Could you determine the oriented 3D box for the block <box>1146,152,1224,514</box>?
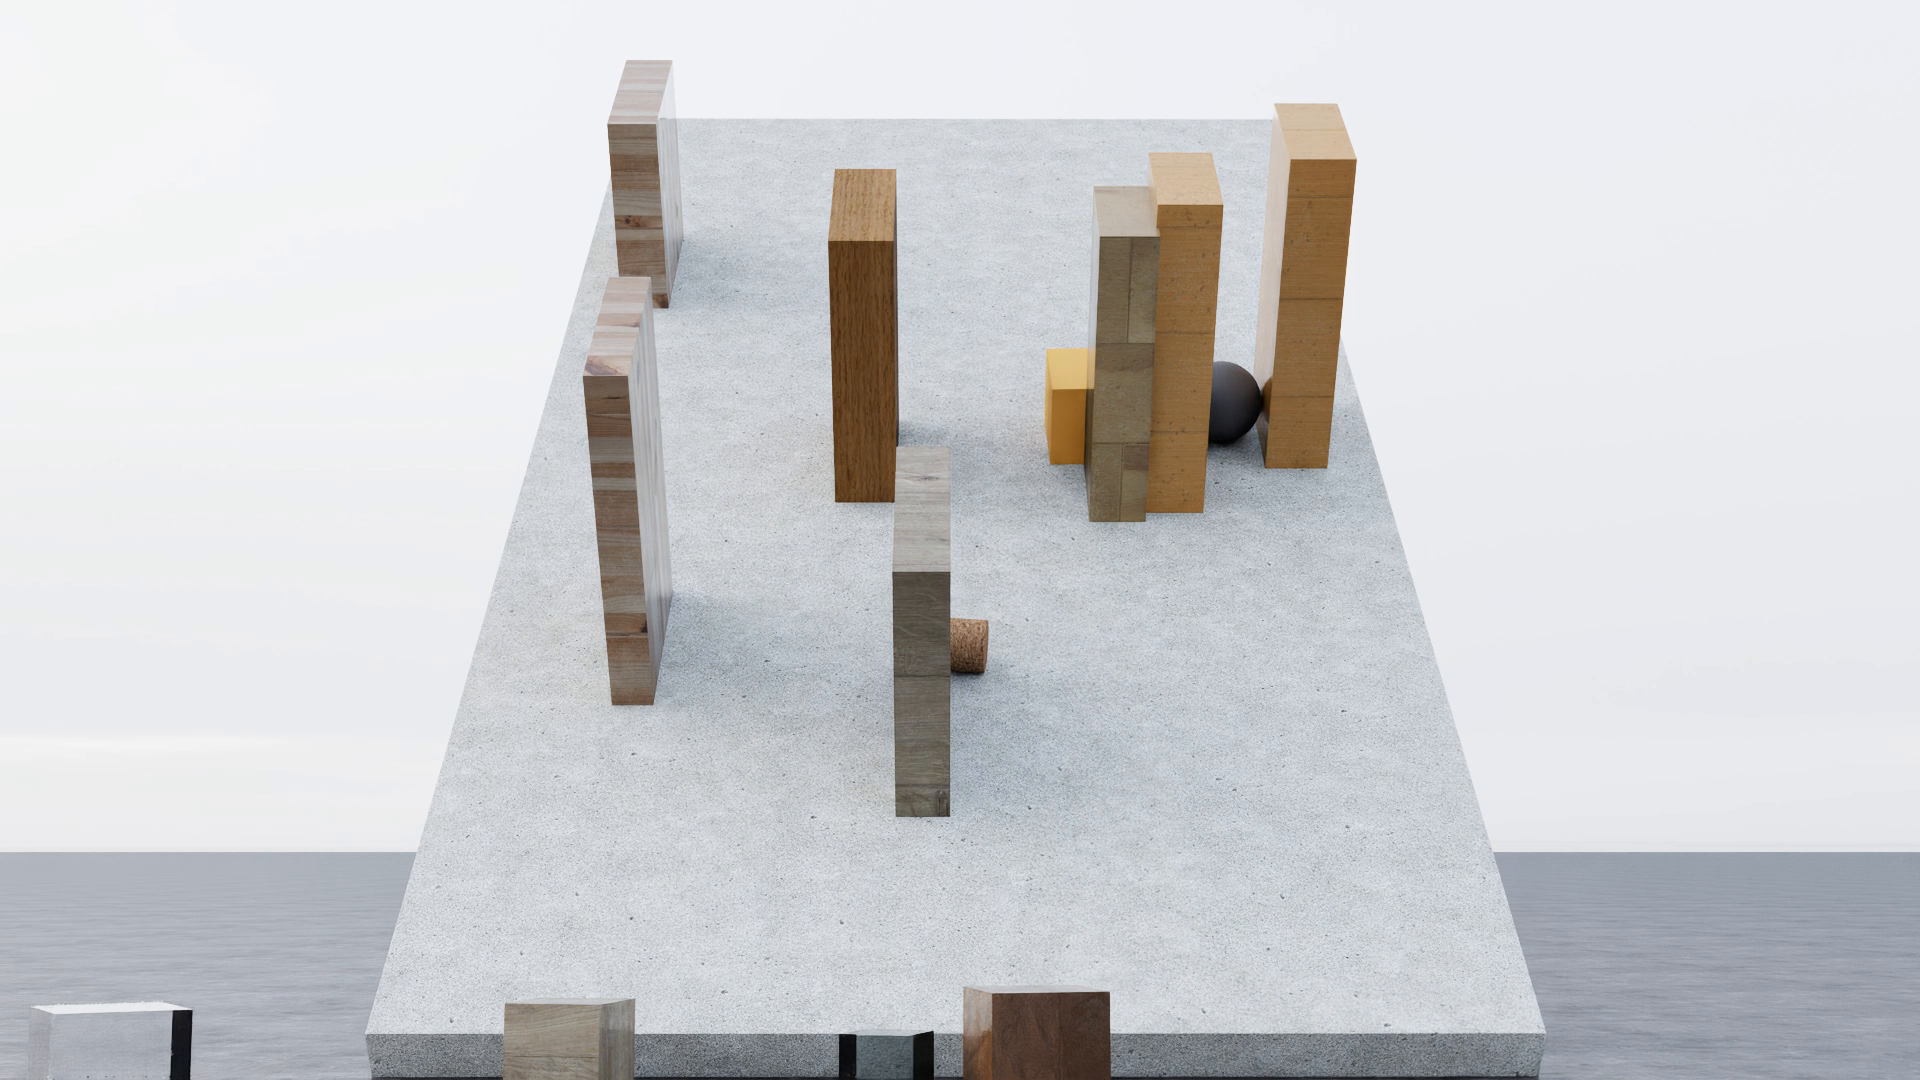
[{"bbox_3d":[0.485,-0.458,5.486,0.139,0.764,0.276,0,32,0],"label":"block"}]

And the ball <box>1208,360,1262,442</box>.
[{"bbox_3d":[0.619,-0.328,5.815,0.194,0.194,0.194,0,-7,0],"label":"ball"}]

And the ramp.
[{"bbox_3d":[-0.015,-0.188,5.864,2.000,0.100,4.000,0,32,0],"label":"ramp"}]

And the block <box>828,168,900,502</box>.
[{"bbox_3d":[-0.215,-0.466,5.593,0.140,0.658,0.382,0,32,0],"label":"block"}]

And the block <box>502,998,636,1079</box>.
[{"bbox_3d":[-0.603,0.791,3.788,0.154,0.154,0.154,-2,-7,13],"label":"block"}]

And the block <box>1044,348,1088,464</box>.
[{"bbox_3d":[0.309,-0.318,5.789,0.201,0.201,0.201,-1,32,-2],"label":"block"}]

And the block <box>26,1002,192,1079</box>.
[{"bbox_3d":[-1.146,0.718,3.292,0.176,0.176,0.176,4,-8,-30],"label":"block"}]

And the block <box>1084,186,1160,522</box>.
[{"bbox_3d":[0.357,-0.409,5.459,0.128,0.709,0.259,0,32,0],"label":"block"}]

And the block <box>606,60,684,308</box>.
[{"bbox_3d":[-0.828,-0.944,6.481,0.124,0.517,0.440,0,32,0],"label":"block"}]

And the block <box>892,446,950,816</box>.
[{"bbox_3d":[-0.070,0.172,4.678,0.104,0.554,0.443,0,32,0],"label":"block"}]

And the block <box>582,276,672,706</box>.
[{"bbox_3d":[-0.660,-0.096,4.912,0.084,0.754,0.415,0,32,0],"label":"block"}]

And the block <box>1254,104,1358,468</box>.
[{"bbox_3d":[0.789,-0.583,5.670,0.145,0.781,0.319,0,32,0],"label":"block"}]

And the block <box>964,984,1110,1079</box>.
[{"bbox_3d":[0.113,0.763,3.663,0.180,0.180,0.180,2,-7,-13],"label":"block"}]

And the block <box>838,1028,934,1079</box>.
[{"bbox_3d":[-0.111,0.803,3.711,0.112,0.112,0.112,-2,-8,19],"label":"block"}]
